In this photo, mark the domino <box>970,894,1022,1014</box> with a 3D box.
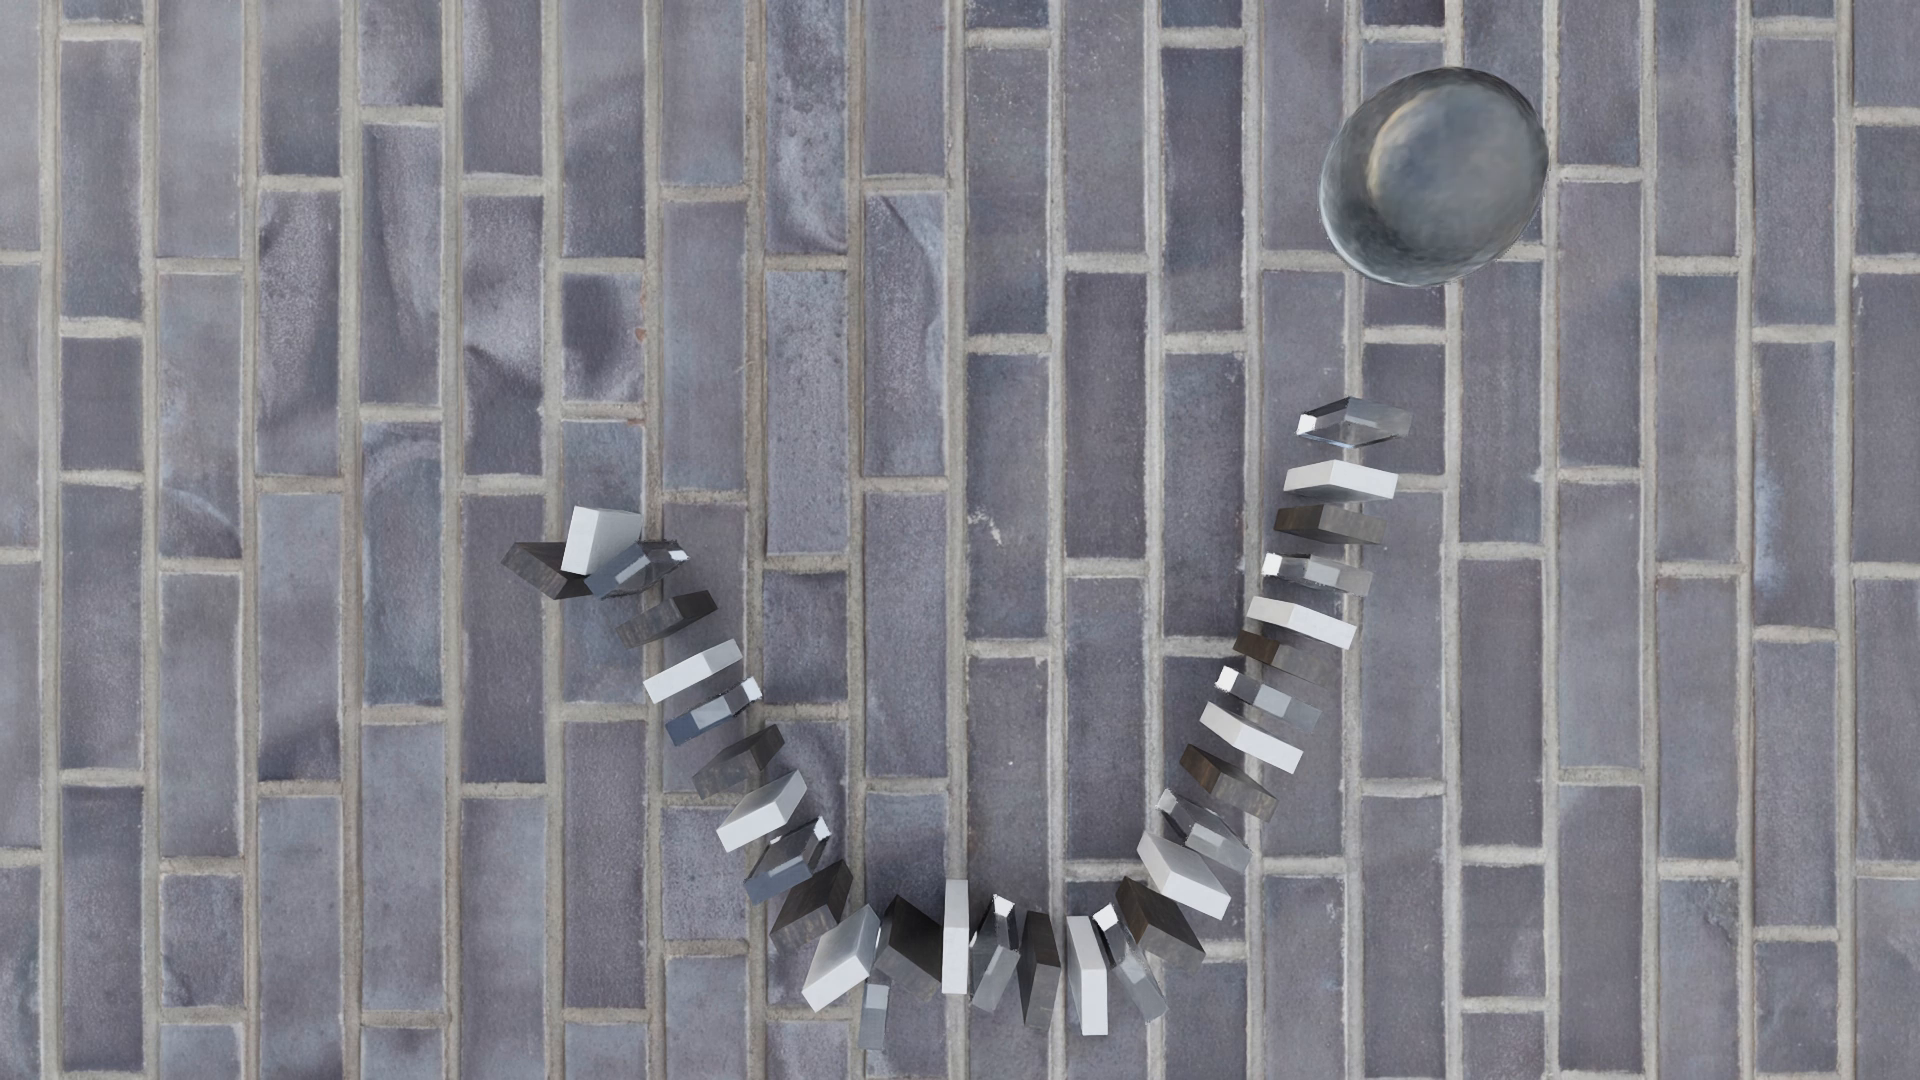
[{"bbox_3d":[0.014,0.168,0.375,0.009,0.050,0.025,26,90,0],"label":"domino"}]

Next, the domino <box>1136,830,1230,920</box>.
[{"bbox_3d":[0.090,0.136,0.375,0.025,0.050,0.010,24,90,0],"label":"domino"}]

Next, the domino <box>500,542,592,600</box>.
[{"bbox_3d":[-0.163,0.012,0.375,0.025,0.050,0.010,35,90,0],"label":"domino"}]

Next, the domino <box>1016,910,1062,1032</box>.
[{"bbox_3d":[0.032,0.175,0.375,0.010,0.050,0.025,11,90,0],"label":"domino"}]

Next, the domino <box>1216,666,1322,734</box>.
[{"bbox_3d":[0.125,0.064,0.375,0.025,0.050,0.009,25,90,0],"label":"domino"}]

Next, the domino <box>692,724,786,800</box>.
[{"bbox_3d":[-0.090,0.090,0.375,0.025,0.050,0.009,-26,90,0],"label":"domino"}]

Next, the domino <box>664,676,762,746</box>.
[{"bbox_3d":[-0.100,0.069,0.375,0.025,0.050,0.010,-26,90,0],"label":"domino"}]

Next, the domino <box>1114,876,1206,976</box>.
[{"bbox_3d":[0.081,0.157,0.375,0.025,0.050,0.010,28,90,0],"label":"domino"}]

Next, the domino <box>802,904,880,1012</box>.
[{"bbox_3d":[-0.048,0.170,0.375,0.025,0.050,0.009,-35,90,0],"label":"domino"}]

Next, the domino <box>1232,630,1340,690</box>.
[{"bbox_3d":[0.132,0.048,0.375,0.025,0.050,0.009,23,90,0],"label":"domino"}]

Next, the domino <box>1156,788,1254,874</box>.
[{"bbox_3d":[0.099,0.118,0.375,0.025,0.050,0.010,27,90,0],"label":"domino"}]

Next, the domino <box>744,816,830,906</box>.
[{"bbox_3d":[-0.070,0.130,0.375,0.025,0.050,0.009,-27,90,0],"label":"domino"}]

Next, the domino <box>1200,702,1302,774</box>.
[{"bbox_3d":[0.118,0.080,0.375,0.025,0.050,0.010,25,90,0],"label":"domino"}]

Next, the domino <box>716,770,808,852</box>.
[{"bbox_3d":[-0.080,0.110,0.375,0.025,0.050,0.009,-26,90,0],"label":"domino"}]

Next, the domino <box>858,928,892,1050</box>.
[{"bbox_3d":[-0.033,0.182,0.375,0.009,0.050,0.025,6,90,0],"label":"domino"}]

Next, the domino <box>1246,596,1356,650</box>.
[{"bbox_3d":[0.138,0.033,0.375,0.025,0.050,0.010,21,90,0],"label":"domino"}]

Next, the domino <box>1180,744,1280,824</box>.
[{"bbox_3d":[0.109,0.098,0.375,0.025,0.050,0.009,26,90,0],"label":"domino"}]

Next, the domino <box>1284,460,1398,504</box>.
[{"bbox_3d":[0.154,-0.023,0.375,0.025,0.050,0.010,13,90,0],"label":"domino"}]

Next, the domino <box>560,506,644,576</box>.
[{"bbox_3d":[-0.145,0.000,0.375,0.009,0.050,0.025,12,90,0],"label":"domino"}]

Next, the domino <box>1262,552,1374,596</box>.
[{"bbox_3d":[0.145,0.014,0.375,0.025,0.050,0.009,16,90,0],"label":"domino"}]

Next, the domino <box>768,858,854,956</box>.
[{"bbox_3d":[-0.060,0.149,0.375,0.025,0.050,0.009,-28,90,0],"label":"domino"}]

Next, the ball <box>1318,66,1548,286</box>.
[{"bbox_3d":[0.184,-0.141,0.360,0.080,0.080,0.080,0,90,0],"label":"ball"}]

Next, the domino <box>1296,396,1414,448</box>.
[{"bbox_3d":[0.160,-0.047,0.375,0.025,0.050,0.010,14,90,0],"label":"domino"}]

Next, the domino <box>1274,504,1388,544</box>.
[{"bbox_3d":[0.150,-0.006,0.375,0.025,0.050,0.010,14,90,0],"label":"domino"}]

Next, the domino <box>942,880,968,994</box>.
[{"bbox_3d":[-0.002,0.161,0.375,0.009,0.050,0.025,2,90,0],"label":"domino"}]

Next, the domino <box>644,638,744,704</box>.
[{"bbox_3d":[-0.108,0.053,0.375,0.025,0.050,0.010,-27,90,0],"label":"domino"}]

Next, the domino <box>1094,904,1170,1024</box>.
[{"bbox_3d":[0.069,0.172,0.375,0.009,0.050,0.025,-34,90,0],"label":"domino"}]

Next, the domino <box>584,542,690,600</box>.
[{"bbox_3d":[-0.131,0.012,0.375,0.025,0.050,0.009,-36,90,0],"label":"domino"}]

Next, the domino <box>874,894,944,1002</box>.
[{"bbox_3d":[-0.020,0.166,0.375,0.025,0.050,0.009,36,90,0],"label":"domino"}]

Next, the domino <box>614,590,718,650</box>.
[{"bbox_3d":[-0.119,0.032,0.375,0.025,0.050,0.010,-29,90,0],"label":"domino"}]

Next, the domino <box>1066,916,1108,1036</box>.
[{"bbox_3d":[0.051,0.177,0.375,0.009,0.050,0.025,-1,90,0],"label":"domino"}]
